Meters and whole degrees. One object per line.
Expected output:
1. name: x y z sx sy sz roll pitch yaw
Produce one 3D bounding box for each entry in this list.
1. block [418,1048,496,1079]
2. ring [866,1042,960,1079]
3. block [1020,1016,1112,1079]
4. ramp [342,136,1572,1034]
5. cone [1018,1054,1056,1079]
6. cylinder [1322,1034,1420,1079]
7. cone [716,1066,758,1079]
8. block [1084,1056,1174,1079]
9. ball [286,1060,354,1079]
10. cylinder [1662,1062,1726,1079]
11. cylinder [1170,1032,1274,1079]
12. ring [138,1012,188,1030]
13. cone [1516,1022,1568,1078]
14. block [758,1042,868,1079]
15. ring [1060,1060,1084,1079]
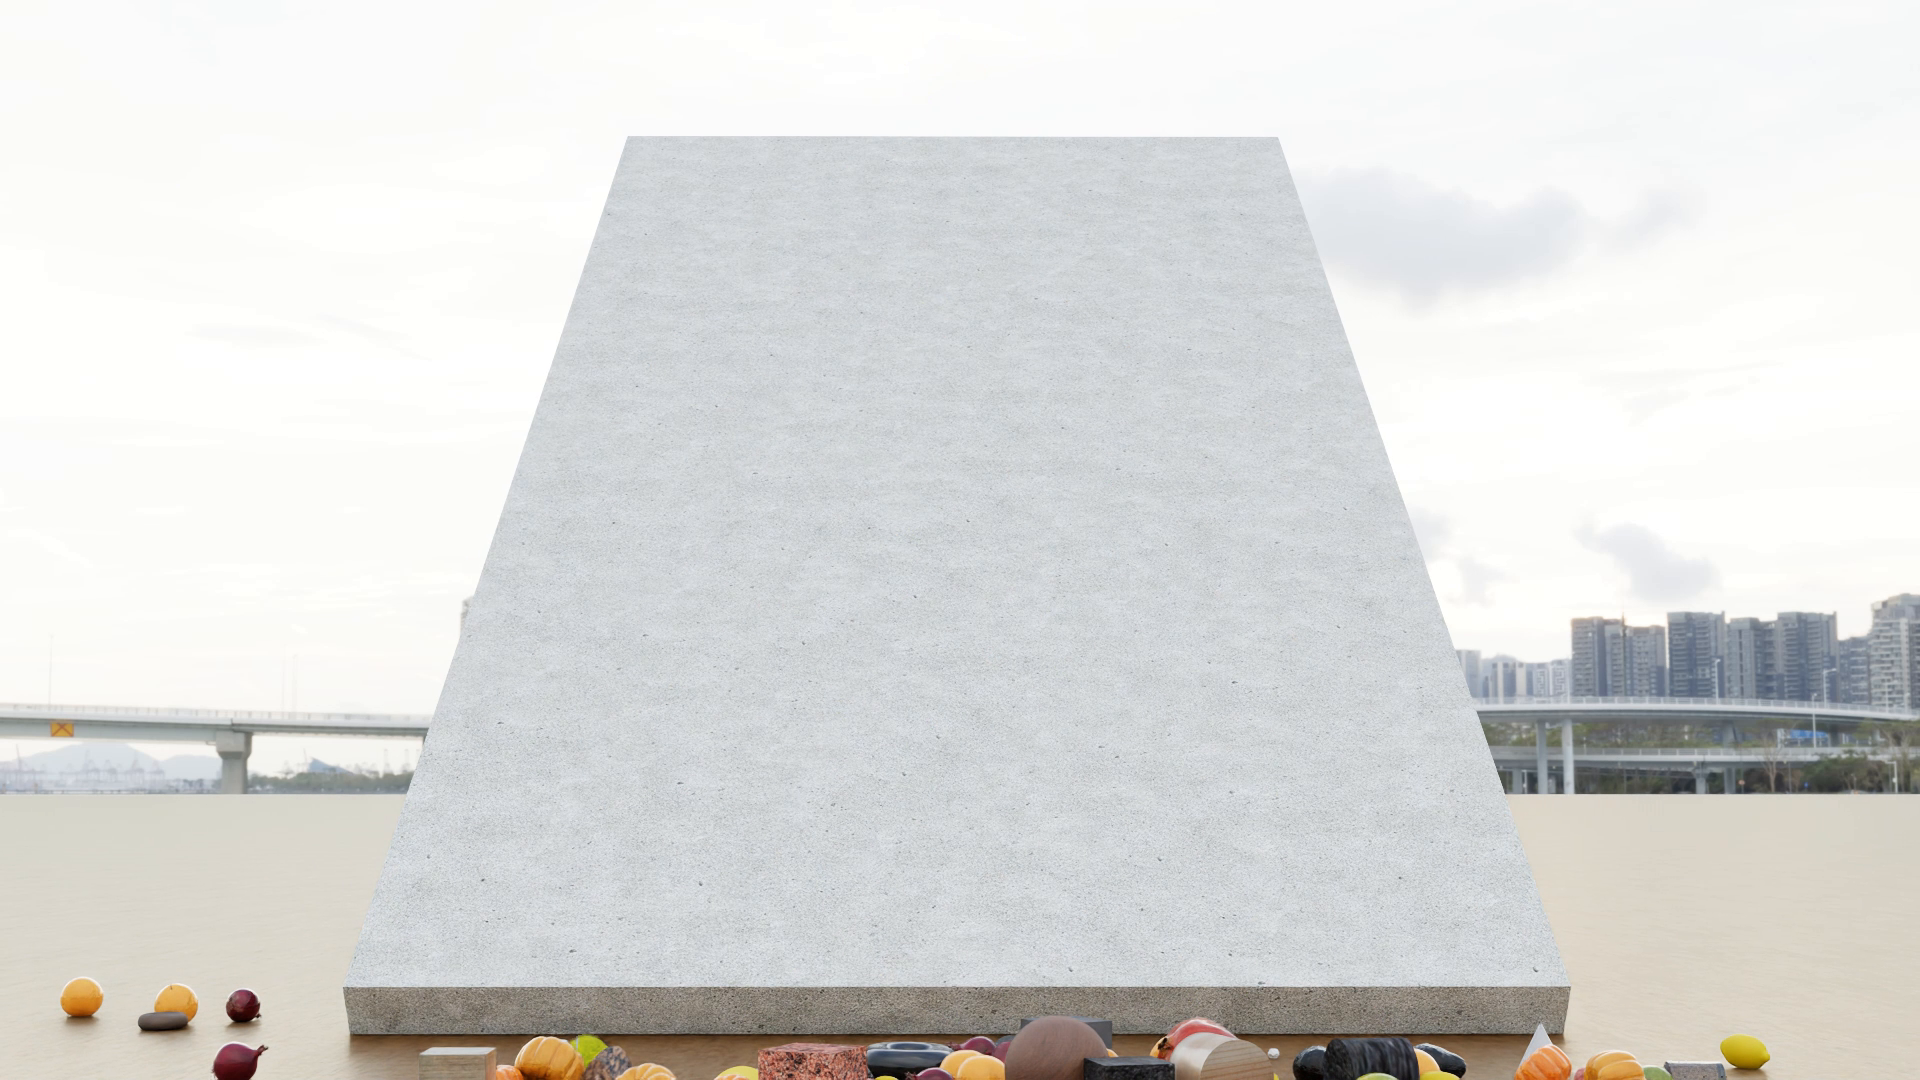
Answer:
1. block: -0.618 0.670 2.964 0.081 0.081 0.081 0 -6 -2
2. ring: -0.071 0.725 3.339 0.143 0.048 0.143 1 -5 0
3. block: 0.145 0.697 3.272 0.089 0.089 0.089 4 -7 -32
4. ramp: -0.013 -0.214 5.685 2.000 0.100 4.000 0 29 0
5. cone: 0.082 0.706 3.078 0.071 0.071 0.071 -29 -13 12
6. cylinder: 0.517 0.672 3.028 0.090 0.090 0.090 -1 -5 -17
7. cone: -0.256 0.686 2.900 0.080 0.080 0.080 -1 -33 13
8. block: 0.198 0.653 2.819 0.085 0.085 0.085 1 -6 -13
9. ball: -0.830 0.721 3.119 0.095 0.095 0.095 0 -6 0
10. cylinder: 0.911 0.680 2.986 0.065 0.065 0.065 0 -6 4
11. cylinder: 0.320 0.661 2.965 0.099 0.099 0.099 2 -6 -18
12. ring: -1.341 0.809 4.051 0.081 0.027 0.081 -1 -6 0
13. cone: 0.821 0.718 3.401 0.075 0.075 0.075 0 -6 0
14. block: -0.174 0.651 2.854 0.096 0.096 0.096 -3 -6 23
15. ring: 0.199 0.708 3.155 0.137 0.046 0.137 0 -7 0
